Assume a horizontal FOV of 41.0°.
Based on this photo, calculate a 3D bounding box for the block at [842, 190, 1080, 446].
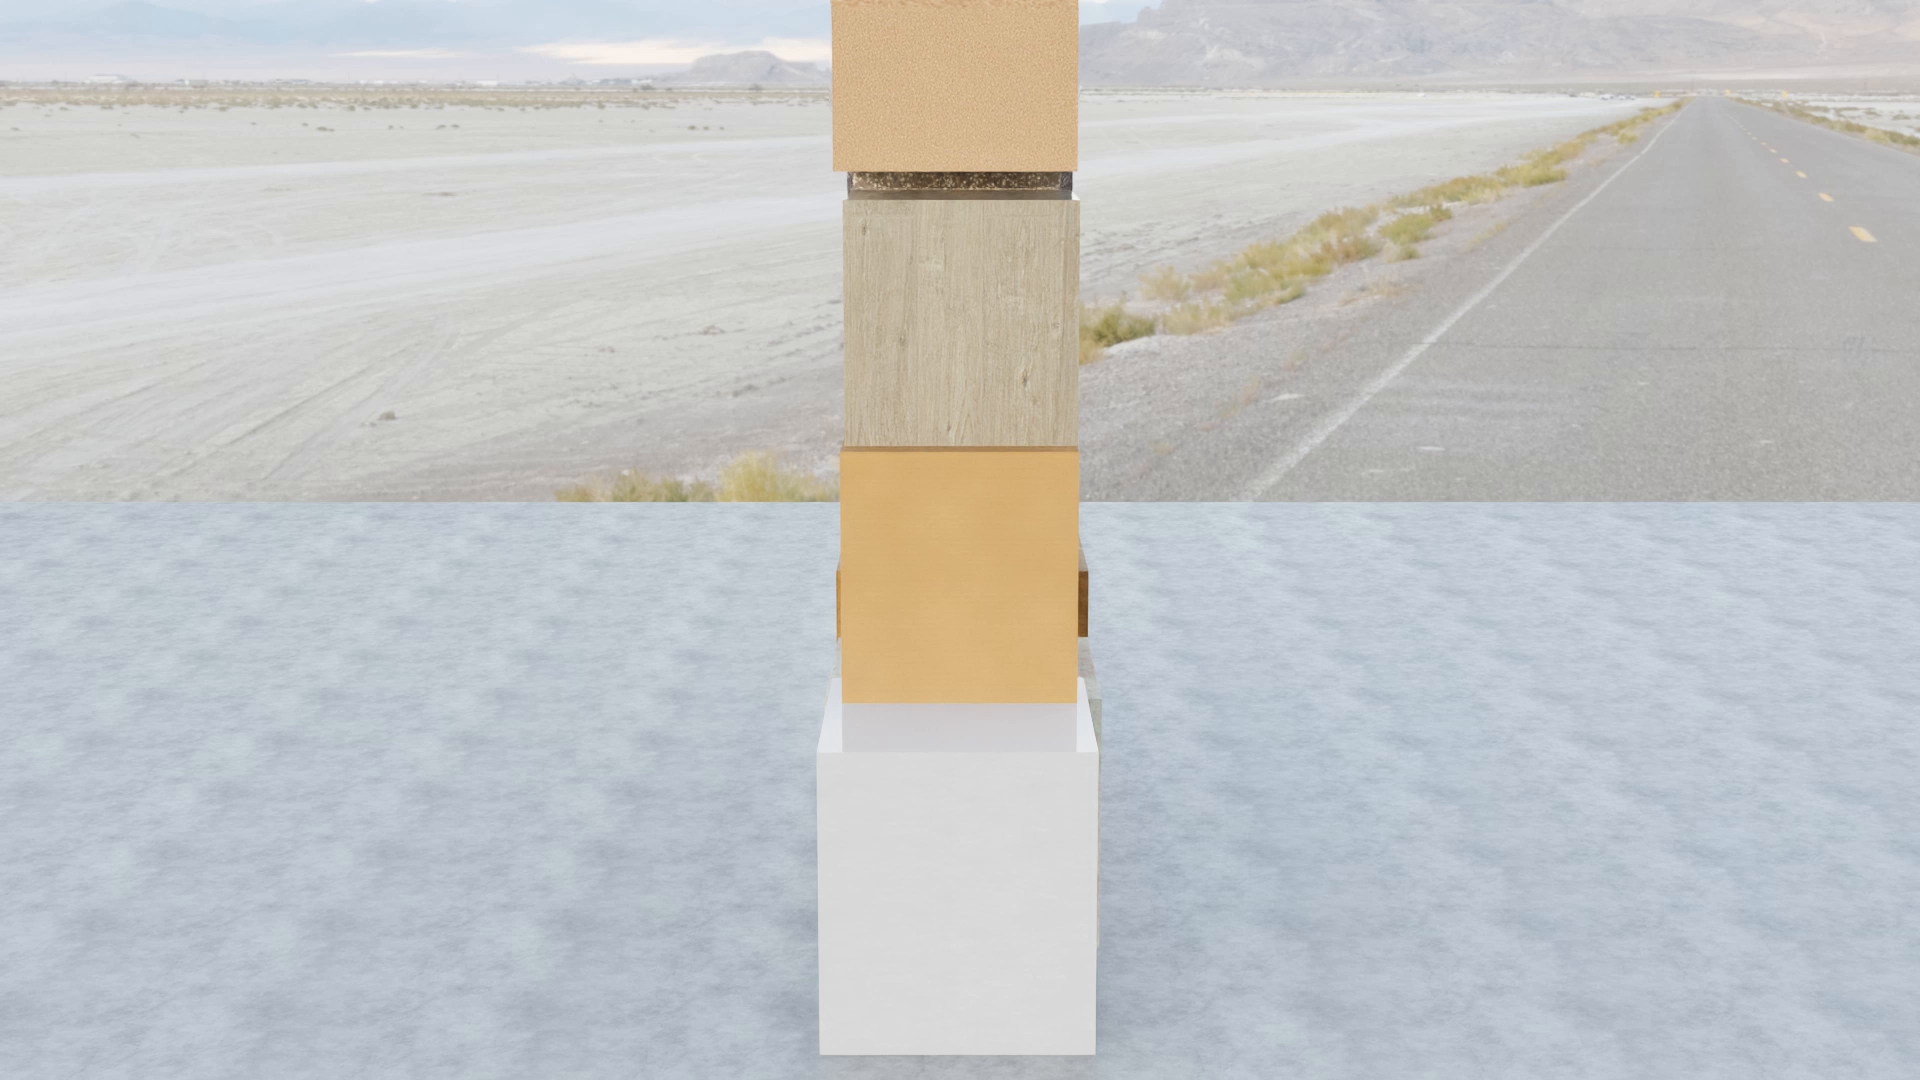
[{"bbox_3d":[0.005,-0.893,10.120,0.891,0.932,0.864,0,10,0],"label":"block"}]

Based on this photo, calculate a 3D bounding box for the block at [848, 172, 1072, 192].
[{"bbox_3d":[0.000,-1.359,11.819,0.998,1.058,0.843,0,11,0],"label":"block"}]

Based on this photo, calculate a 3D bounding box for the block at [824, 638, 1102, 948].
[{"bbox_3d":[0.013,1.045,10.903,1.106,1.042,1.141,0,10,0],"label":"block"}]

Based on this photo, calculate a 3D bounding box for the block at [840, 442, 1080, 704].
[{"bbox_3d":[-0.002,0.058,10.206,0.900,0.971,0.986,0,10,0],"label":"block"}]

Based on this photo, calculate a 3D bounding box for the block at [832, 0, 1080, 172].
[{"bbox_3d":[-0.019,-1.992,10.407,0.959,0.939,0.901,0,11,0],"label":"block"}]

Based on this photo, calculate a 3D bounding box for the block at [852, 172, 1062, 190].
[{"bbox_3d":[-0.012,-1.140,10.972,0.851,0.951,0.891,0,11,0],"label":"block"}]

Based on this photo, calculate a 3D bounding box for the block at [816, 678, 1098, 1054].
[{"bbox_3d":[-0.009,1.208,9.762,1.000,1.131,1.140,0,10,0],"label":"block"}]

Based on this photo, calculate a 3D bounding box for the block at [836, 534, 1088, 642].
[{"bbox_3d":[0.011,0.617,12.885,1.198,1.176,1.230,0,10,0],"label":"block"}]
